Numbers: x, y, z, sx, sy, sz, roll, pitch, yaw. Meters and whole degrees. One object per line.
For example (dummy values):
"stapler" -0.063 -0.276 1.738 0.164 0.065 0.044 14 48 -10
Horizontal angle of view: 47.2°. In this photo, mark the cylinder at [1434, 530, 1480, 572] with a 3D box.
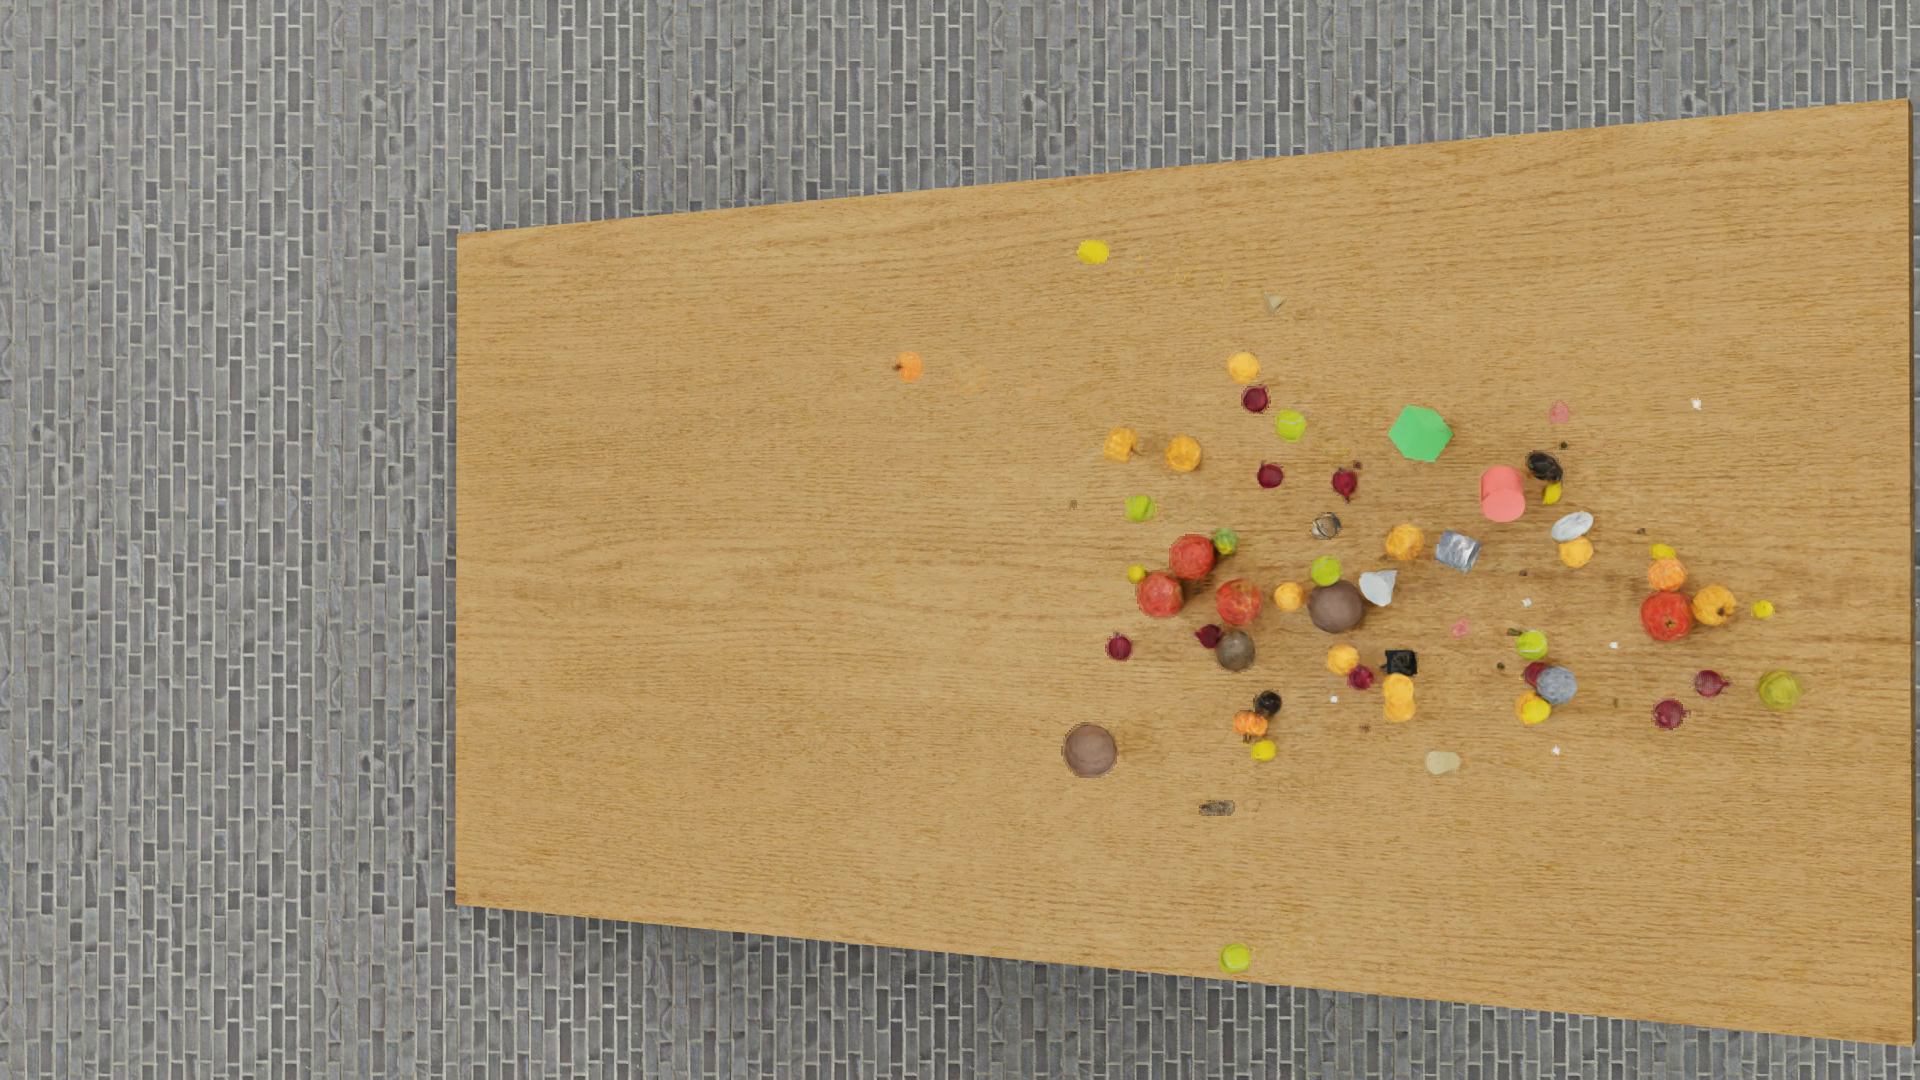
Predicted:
"cylinder" 1.146 0.025 5.061 0.077 0.077 0.077 25 89 27

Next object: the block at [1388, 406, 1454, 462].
"block" 1.058 -0.244 5.050 0.087 0.087 0.087 7 128 -33

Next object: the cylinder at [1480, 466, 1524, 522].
"cylinder" 1.230 -0.105 4.985 0.093 0.093 0.093 5 128 6

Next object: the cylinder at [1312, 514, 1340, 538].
"cylinder" 0.868 -0.033 5.214 0.054 0.054 0.054 1 84 -8

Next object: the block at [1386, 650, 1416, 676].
"block" 1.029 0.287 5.126 0.053 0.053 0.053 -8 75 31

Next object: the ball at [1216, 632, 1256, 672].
"ball" 0.667 0.269 5.311 0.097 0.097 0.097 0 89 0

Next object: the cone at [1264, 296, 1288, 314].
"cone" 0.767 -0.577 5.306 0.052 0.052 0.052 -23 89 3

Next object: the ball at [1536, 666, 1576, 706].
"ball" 1.333 0.325 4.915 0.088 0.088 0.088 0 89 0

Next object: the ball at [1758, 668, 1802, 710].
"ball" 1.758 0.320 4.714 0.091 0.091 0.091 0 89 0

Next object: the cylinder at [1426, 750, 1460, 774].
"cylinder" 1.114 0.511 5.066 0.055 0.055 0.055 0 89 -40

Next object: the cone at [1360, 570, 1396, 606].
"cone" 0.995 0.091 5.129 0.090 0.090 0.090 -36 89 -34

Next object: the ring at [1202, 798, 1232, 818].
"ring" 0.623 0.651 5.340 0.078 0.078 0.026 -18 65 0

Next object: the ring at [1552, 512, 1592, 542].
"ring" 1.371 -0.030 4.927 0.098 0.098 0.033 -32 101 0

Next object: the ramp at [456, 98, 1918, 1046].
"ramp" 0.274 0.076 5.641 4.000 0.100 2.000 0 89 29
